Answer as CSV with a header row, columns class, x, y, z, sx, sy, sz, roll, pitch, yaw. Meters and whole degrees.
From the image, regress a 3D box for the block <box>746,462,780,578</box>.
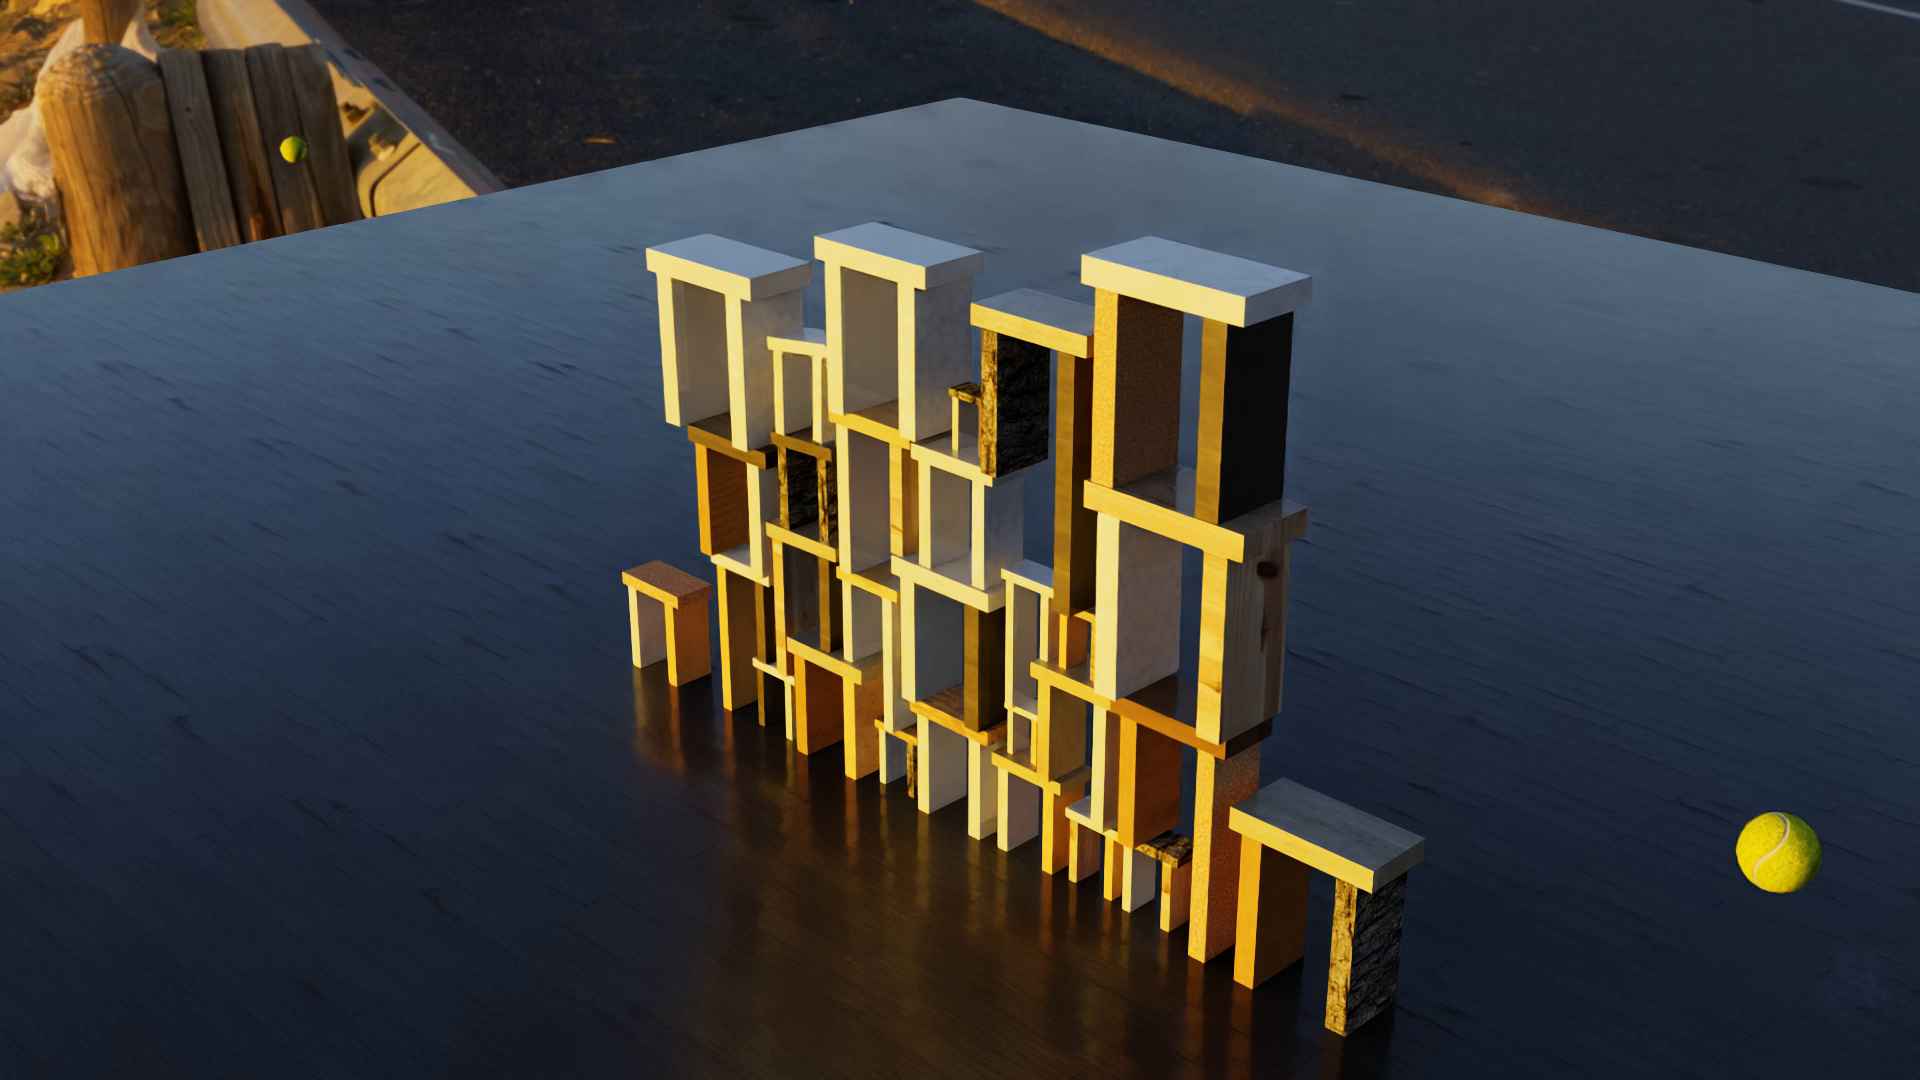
class,x,y,z,sx,sy,sz,roll,pitch,yaw
block,-0.383,-0.057,4.618,0.036,0.251,0.126,21,31,40

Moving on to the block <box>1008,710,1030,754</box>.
class,x,y,z,sx,sy,sz,roll,pitch,yaw
block,0.113,0.363,4.258,0.013,0.094,0.047,21,31,41

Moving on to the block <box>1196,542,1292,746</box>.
class,x,y,z,sx,sy,sz,roll,pitch,yaw
block,0.485,0.159,3.757,0.175,0.349,0.049,-21,31,-40

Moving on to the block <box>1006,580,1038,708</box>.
class,x,y,z,sx,sy,sz,roll,pitch,yaw
block,0.117,0.189,4.178,0.019,0.264,0.067,21,31,41

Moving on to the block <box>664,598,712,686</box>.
class,x,y,z,sx,sy,sz,roll,pitch,yaw
block,-0.615,0.223,4.980,0.028,0.200,0.100,21,31,41

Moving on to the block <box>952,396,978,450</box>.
class,x,y,z,sx,sy,sz,roll,pitch,yaw
block,0.009,-0.225,4.126,0.015,0.103,0.052,22,31,40

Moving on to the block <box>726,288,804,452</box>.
class,x,y,z,sx,sy,sz,roll,pitch,yaw
block,-0.395,-0.358,4.498,0.046,0.327,0.163,21,31,40

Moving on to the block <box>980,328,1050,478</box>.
class,x,y,z,sx,sy,sz,roll,pitch,yaw
block,0.101,-0.264,3.998,0.039,0.277,0.139,21,31,40

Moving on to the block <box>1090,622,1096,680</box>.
class,x,y,z,sx,sy,sz,roll,pitch,yaw
block,0.265,0.197,4.015,0.016,0.116,0.058,21,31,41

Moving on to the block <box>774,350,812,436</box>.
class,x,y,z,sx,sy,sz,roll,pitch,yaw
block,-0.334,-0.308,4.446,0.025,0.176,0.088,22,32,40

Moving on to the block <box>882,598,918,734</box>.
class,x,y,z,sx,sy,sz,roll,pitch,yaw
block,-0.114,0.241,4.450,0.025,0.296,0.089,21,31,41

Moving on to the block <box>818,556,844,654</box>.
class,x,y,z,sx,sy,sz,roll,pitch,yaw
block,-0.241,0.119,4.544,0.030,0.210,0.105,21,31,40

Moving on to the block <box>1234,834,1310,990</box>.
class,x,y,z,sx,sy,sz,roll,pitch,yaw
block,0.555,0.631,3.892,0.042,0.299,0.149,21,31,41

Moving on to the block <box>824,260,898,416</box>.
class,x,y,z,sx,sy,sz,roll,pitch,yaw
block,-0.188,-0.405,4.256,0.150,0.301,0.043,-21,31,-40

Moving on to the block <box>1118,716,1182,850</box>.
class,x,y,z,sx,sy,sz,roll,pitch,yaw
block,0.348,0.421,4.018,0.131,0.263,0.037,-21,31,-40

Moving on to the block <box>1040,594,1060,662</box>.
class,x,y,z,sx,sy,sz,roll,pitch,yaw
block,0.179,0.154,4.094,0.019,0.133,0.067,21,31,41

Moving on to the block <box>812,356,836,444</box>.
class,x,y,z,sx,sy,sz,roll,pitch,yaw
block,-0.250,-0.288,4.368,0.088,0.176,0.025,-19,31,-40

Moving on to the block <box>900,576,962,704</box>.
class,x,y,z,sx,sy,sz,roll,pitch,yaw
block,-0.056,0.180,4.366,0.132,0.264,0.037,-21,31,-40

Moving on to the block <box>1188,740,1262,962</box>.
class,x,y,z,sx,sy,sz,roll,pitch,yaw
block,0.473,0.544,3.935,0.037,0.424,0.131,21,31,41

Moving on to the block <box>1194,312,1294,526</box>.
class,x,y,z,sx,sy,sz,roll,pitch,yaw
block,0.467,-0.214,3.618,0.173,0.347,0.049,-21,31,-40

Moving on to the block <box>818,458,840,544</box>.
class,x,y,z,sx,sy,sz,roll,pitch,yaw
block,-0.243,-0.091,4.447,0.090,0.181,0.026,-22,31,-40

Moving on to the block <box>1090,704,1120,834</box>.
class,x,y,z,sx,sy,sz,roll,pitch,yaw
block,0.291,0.407,4.076,0.104,0.260,0.029,-21,31,-41

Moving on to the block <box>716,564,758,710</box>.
class,x,y,z,sx,sy,sz,roll,pitch,yaw
block,-0.482,0.202,4.841,0.095,0.346,0.027,-21,31,-40

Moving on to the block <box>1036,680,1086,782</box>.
class,x,y,z,sx,sy,sz,roll,pitch,yaw
block,0.193,0.345,4.156,0.029,0.208,0.104,21,31,41

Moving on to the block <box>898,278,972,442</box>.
class,x,y,z,sx,sy,sz,roll,pitch,yaw
block,-0.046,-0.349,4.126,0.150,0.301,0.043,-21,31,-41

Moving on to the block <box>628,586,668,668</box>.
class,x,y,z,sx,sy,sz,roll,pitch,yaw
block,-0.710,0.186,5.067,0.028,0.200,0.100,21,31,41

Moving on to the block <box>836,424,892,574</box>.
class,x,y,z,sx,sy,sz,roll,pitch,yaw
block,-0.190,-0.095,4.396,0.114,0.314,0.032,-21,31,-40

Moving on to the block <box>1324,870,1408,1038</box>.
class,x,y,z,sx,sy,sz,roll,pitch,yaw
block,0.696,0.686,3.762,0.042,0.299,0.149,21,31,41

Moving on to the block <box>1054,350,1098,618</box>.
class,x,y,z,sx,sy,sz,roll,pitch,yaw
block,0.231,-0.113,3.920,0.039,0.495,0.139,21,31,40

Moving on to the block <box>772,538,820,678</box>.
class,x,y,z,sx,sy,sz,roll,pitch,yaw
block,-0.342,0.128,4.656,0.030,0.315,0.105,21,31,40

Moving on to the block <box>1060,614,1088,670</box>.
class,x,y,z,sx,sy,sz,roll,pitch,yaw
block,0.210,0.175,4.065,0.016,0.116,0.058,21,31,41

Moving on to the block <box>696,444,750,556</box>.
class,x,y,z,sx,sy,sz,roll,pitch,yaw
block,-0.503,-0.103,4.726,0.036,0.251,0.126,21,31,40

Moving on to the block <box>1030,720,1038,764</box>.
class,x,y,z,sx,sy,sz,roll,pitch,yaw
block,0.157,0.381,4.217,0.013,0.094,0.047,21,31,41

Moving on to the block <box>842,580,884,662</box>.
class,x,y,z,sx,sy,sz,roll,pitch,yaw
block,-0.198,0.154,4.504,0.089,0.177,0.025,-21,31,-40

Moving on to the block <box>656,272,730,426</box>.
class,x,y,z,sx,sy,sz,roll,pitch,yaw
block,-0.550,-0.418,4.640,0.046,0.327,0.163,21,31,41

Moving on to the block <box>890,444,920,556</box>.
class,x,y,z,sx,sy,sz,roll,pitch,yaw
block,-0.082,-0.092,4.280,0.114,0.229,0.032,-21,31,-40

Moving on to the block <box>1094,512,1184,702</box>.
class,x,y,z,sx,sy,sz,roll,pitch,yaw
block,0.319,0.095,3.909,0.175,0.349,0.049,-21,30,-40

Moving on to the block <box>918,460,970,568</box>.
class,x,y,z,sx,sy,sz,roll,pitch,yaw
block,-0.030,-0.062,4.228,0.107,0.214,0.030,-21,31,-41

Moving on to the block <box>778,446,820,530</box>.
class,x,y,z,sx,sy,sz,roll,pitch,yaw
block,-0.330,-0.119,4.529,0.026,0.181,0.090,20,30,40

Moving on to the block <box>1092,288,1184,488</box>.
class,x,y,z,sx,sy,sz,roll,pitch,yaw
block,0.305,-0.278,3.769,0.173,0.347,0.049,-21,31,-40

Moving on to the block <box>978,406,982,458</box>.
class,x,y,z,sx,sy,sz,roll,pitch,yaw
block,0.058,-0.206,4.082,0.015,0.104,0.052,22,31,40

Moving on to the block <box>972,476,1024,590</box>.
class,x,y,z,sx,sy,sz,roll,pitch,yaw
block,0.071,-0.023,4.136,0.030,0.214,0.107,21,31,41

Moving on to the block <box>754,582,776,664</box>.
class,x,y,z,sx,sy,sz,roll,pitch,yaw
block,-0.392,0.165,4.729,0.095,0.190,0.027,-21,31,-40

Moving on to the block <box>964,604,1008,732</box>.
class,x,y,z,sx,sy,sz,roll,pitch,yaw
block,0.068,0.228,4.251,0.132,0.264,0.037,-21,31,-41
